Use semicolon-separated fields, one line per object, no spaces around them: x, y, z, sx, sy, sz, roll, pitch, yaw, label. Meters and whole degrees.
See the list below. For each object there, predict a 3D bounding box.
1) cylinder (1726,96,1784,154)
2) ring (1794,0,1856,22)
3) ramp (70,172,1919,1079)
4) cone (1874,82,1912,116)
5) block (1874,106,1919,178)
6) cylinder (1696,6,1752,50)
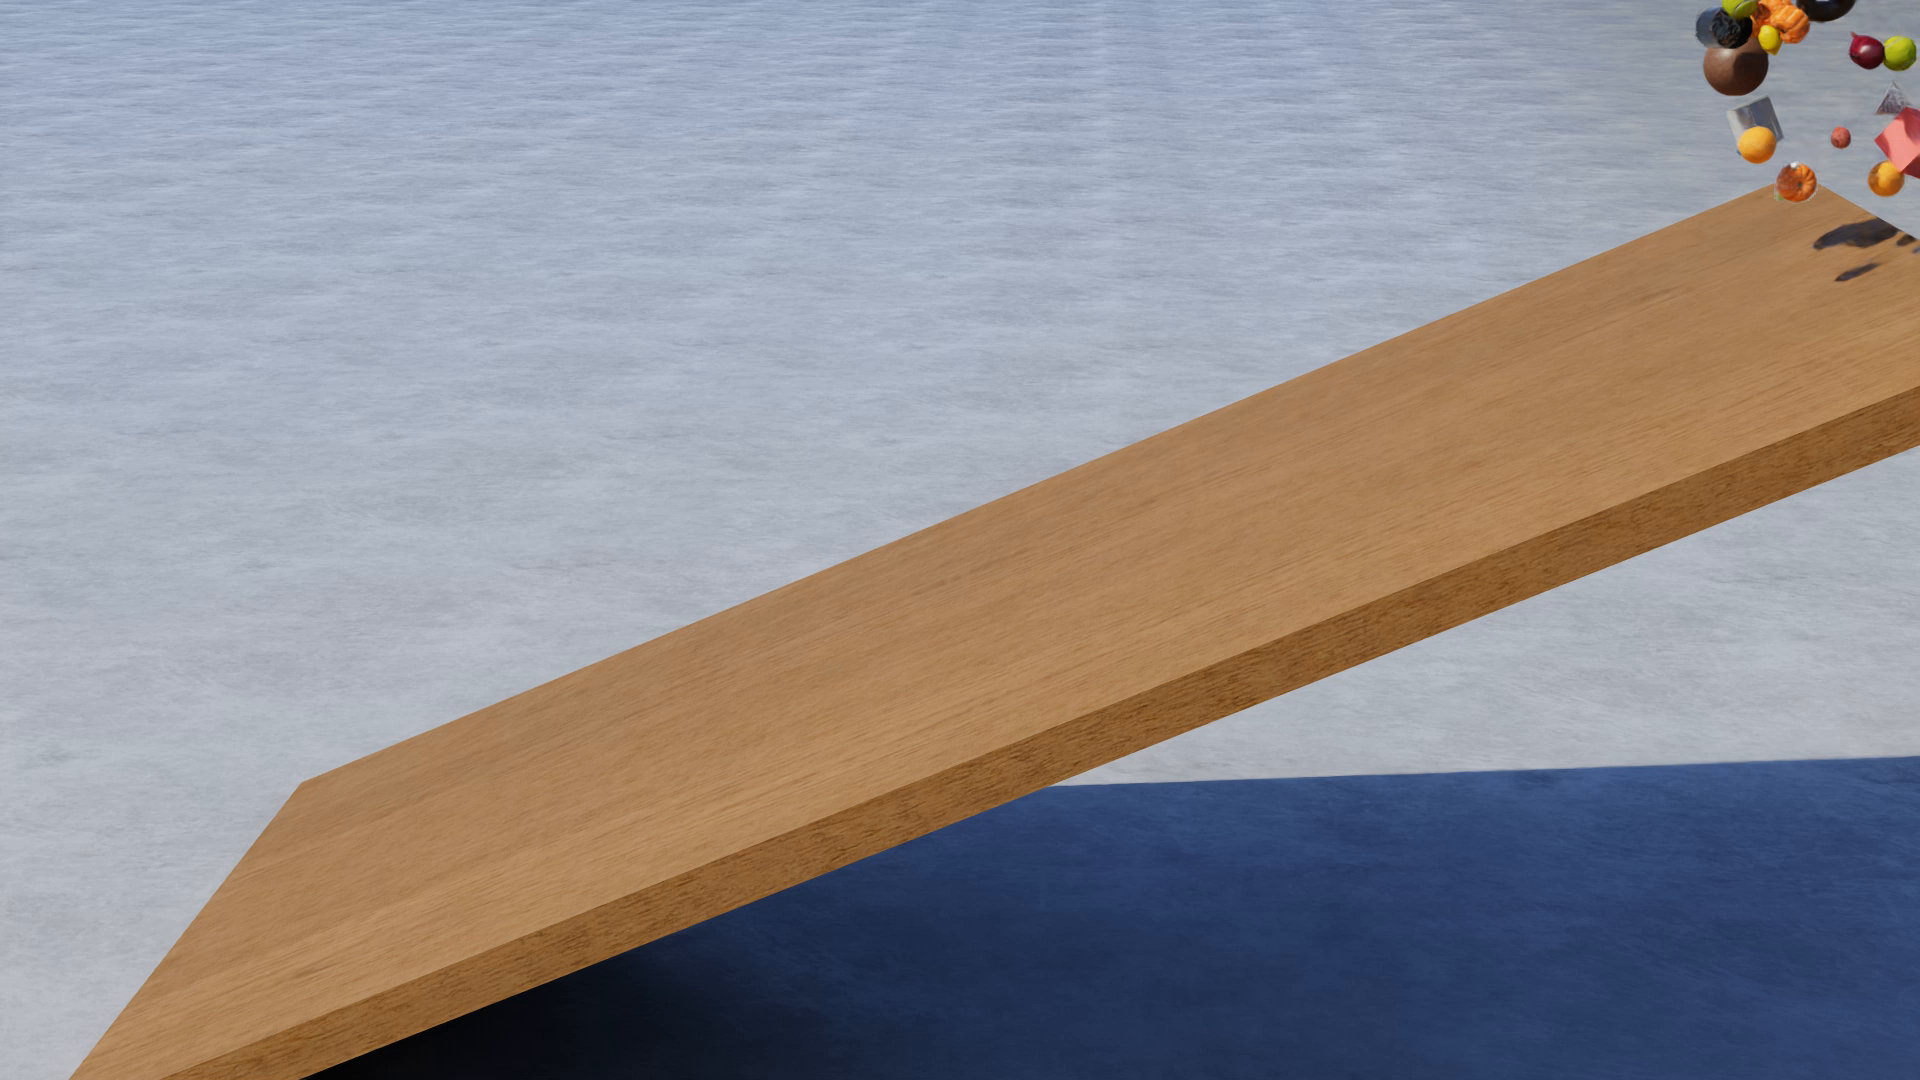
1.647;-0.861;6.094;0.092;0.092;0.092;-21;7;3;cylinder
1.780;-1.119;6.044;0.129;0.129;0.043;0;49;1;ring
0.129;0.171;6.286;4.000;0.100;2.000;-22;13;8;ramp
1.928;-0.888;6.025;0.078;0.078;0.078;29;21;9;cone
1.916;-0.795;5.896;0.094;0.094;0.094;6;46;-42;block
1.510;-1.013;5.815;0.083;0.083;0.083;-2;9;-8;cylinder
